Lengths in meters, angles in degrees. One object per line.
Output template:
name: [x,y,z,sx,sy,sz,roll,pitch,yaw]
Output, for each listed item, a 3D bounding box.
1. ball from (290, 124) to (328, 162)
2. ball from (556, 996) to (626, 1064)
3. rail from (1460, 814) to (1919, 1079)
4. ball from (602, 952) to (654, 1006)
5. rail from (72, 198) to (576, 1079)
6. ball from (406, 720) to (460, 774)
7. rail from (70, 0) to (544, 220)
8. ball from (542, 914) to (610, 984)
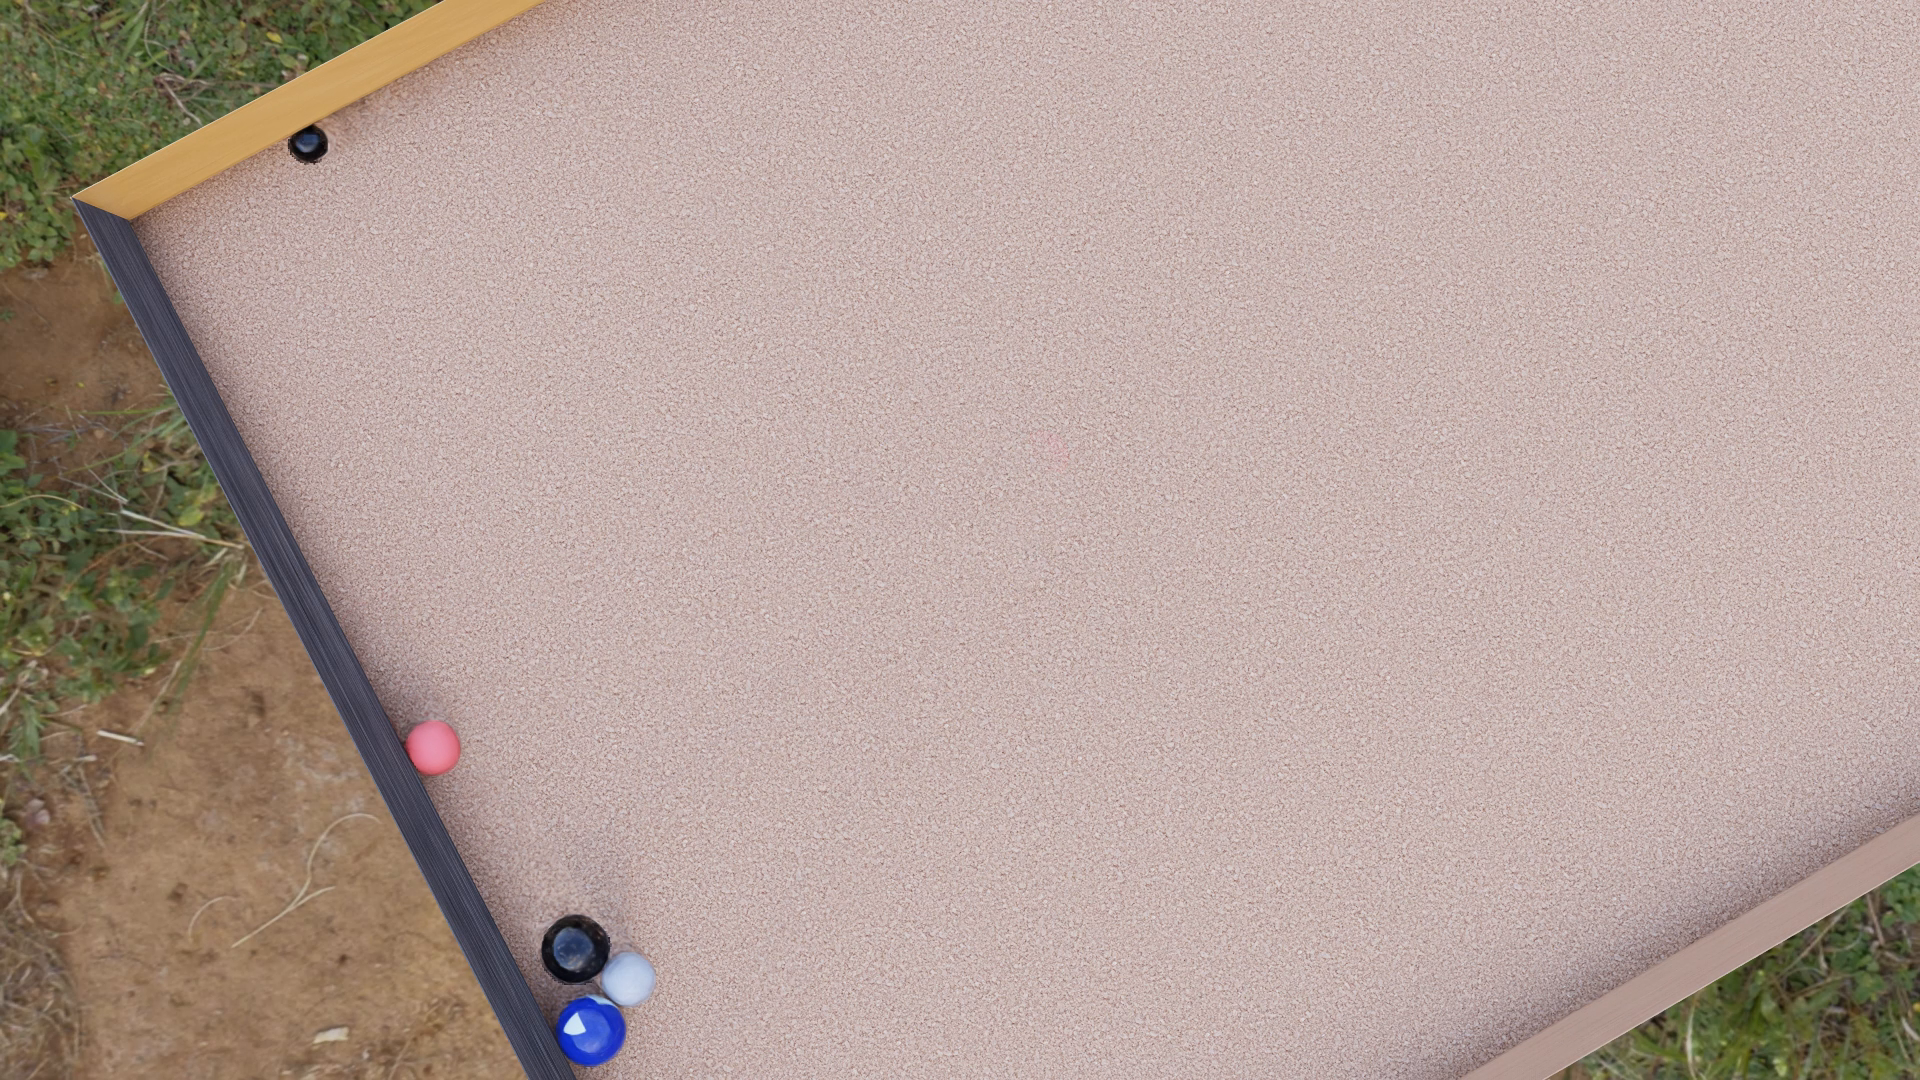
ball: [-0.990,-0.603,3.345,0.056,0.056,0.056,0,83,0]
ball: [-0.530,0.703,3.156,0.098,0.098,0.098,0,83,0]
rail: [1.297,0.470,3.170,3.607,0.127,0.045,-29,84,-4]
ball: [-0.480,0.634,3.176,0.076,0.076,0.076,0,83,0]
rail: [-0.767,0.420,3.177,0.045,0.127,2.142,-29,84,-4]
ball: [-0.771,0.303,3.217,0.079,0.079,0.079,0,83,0]
rail: [0.279,-1.346,3.403,3.607,0.127,0.045,-29,84,-4]
ball: [-0.555,0.590,3.171,0.097,0.097,0.097,0,83,0]
